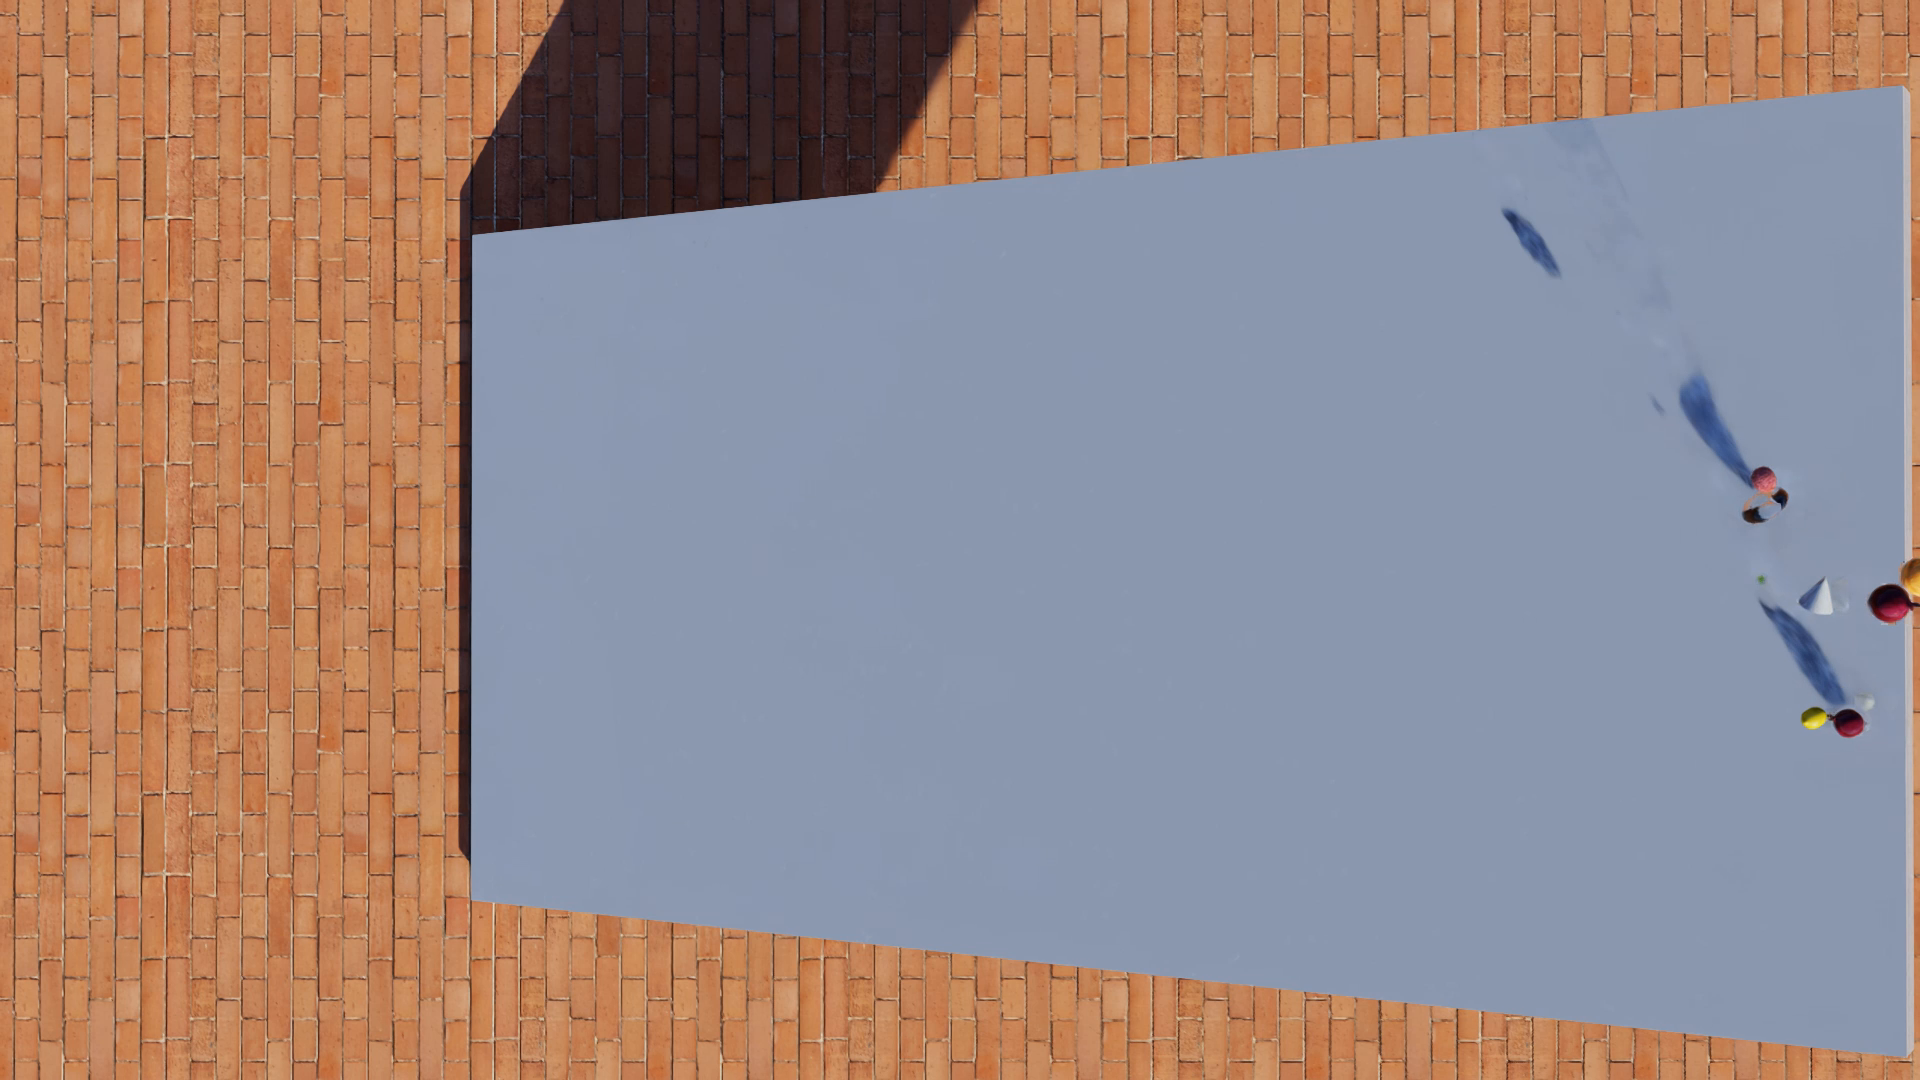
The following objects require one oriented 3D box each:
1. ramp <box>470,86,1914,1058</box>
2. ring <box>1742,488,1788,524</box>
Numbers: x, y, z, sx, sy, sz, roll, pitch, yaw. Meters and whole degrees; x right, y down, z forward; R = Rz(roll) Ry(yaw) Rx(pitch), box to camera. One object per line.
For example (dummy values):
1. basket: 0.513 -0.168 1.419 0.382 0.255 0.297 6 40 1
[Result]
1. ramp: 0.264 0.073 5.609 4.000 0.100 2.000 0 89 31
2. ring: 1.435 -0.061 3.919 0.088 0.088 0.029 -38 100 0
